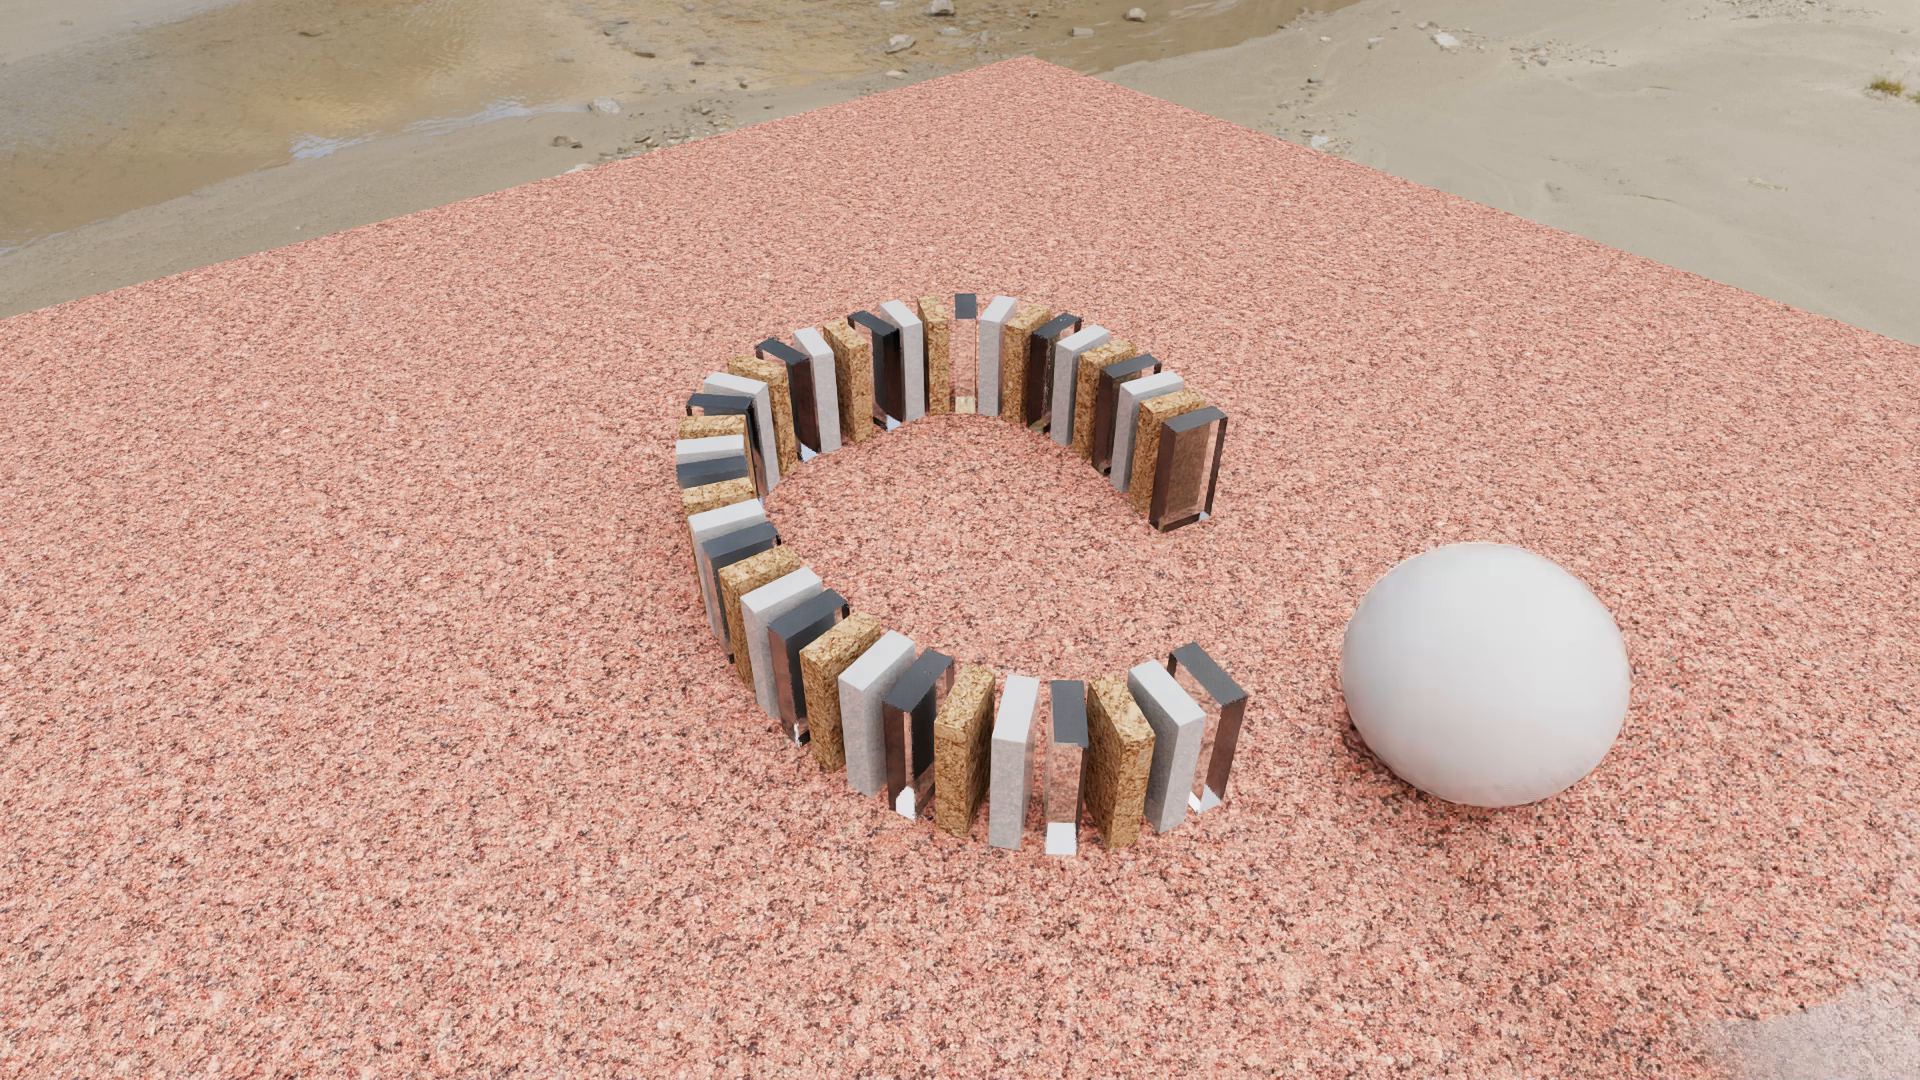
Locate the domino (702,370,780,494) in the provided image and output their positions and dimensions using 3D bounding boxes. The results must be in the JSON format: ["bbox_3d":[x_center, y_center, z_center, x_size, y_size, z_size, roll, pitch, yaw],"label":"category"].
[{"bbox_3d":[-0.092,-0.045,0.467,0.025,0.050,0.010,14,41,17],"label":"domino"}]

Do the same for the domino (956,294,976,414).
[{"bbox_3d":[0.003,-0.088,0.519,0.010,0.050,0.025,0,39,0],"label":"domino"}]

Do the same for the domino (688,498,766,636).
[{"bbox_3d":[-0.081,0.011,0.399,0.025,0.050,0.009,-17,42,-19],"label":"domino"}]

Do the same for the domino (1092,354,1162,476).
[{"bbox_3d":[0.072,-0.054,0.477,0.025,0.050,0.009,-20,43,-22],"label":"domino"}]

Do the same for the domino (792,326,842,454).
[{"bbox_3d":[-0.064,-0.067,0.493,0.010,0.050,0.025,-17,42,-20],"label":"domino"}]

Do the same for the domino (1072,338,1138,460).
[{"bbox_3d":[0.064,-0.062,0.487,0.025,0.050,0.010,-25,45,-27],"label":"domino"}]

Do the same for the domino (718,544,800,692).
[{"bbox_3d":[-0.066,0.027,0.378,0.025,0.050,0.010,-23,45,-26],"label":"domino"}]

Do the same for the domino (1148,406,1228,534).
[{"bbox_3d":[0.092,-0.028,0.446,0.025,0.050,0.010,-18,43,-21],"label":"domino"}]

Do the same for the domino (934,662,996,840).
[{"bbox_3d":[0.002,0.064,0.333,0.010,0.050,0.025,14,41,16],"label":"domino"}]

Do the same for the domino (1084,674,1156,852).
[{"bbox_3d":[0.046,0.067,0.330,0.009,0.050,0.025,-12,41,-14],"label":"domino"}]

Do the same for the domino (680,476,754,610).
[{"bbox_3d":[-0.087,0.002,0.409,0.025,0.050,0.010,-13,41,-15],"label":"domino"}]

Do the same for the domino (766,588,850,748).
[{"bbox_3d":[-0.047,0.042,0.360,0.025,0.050,0.009,-31,48,-32],"label":"domino"}]

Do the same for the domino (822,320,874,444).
[{"bbox_3d":[-0.050,-0.071,0.499,0.010,0.050,0.025,-22,44,-25],"label":"domino"}]

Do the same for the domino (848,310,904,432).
[{"bbox_3d":[-0.039,-0.078,0.506,0.010,0.050,0.025,-31,48,-32],"label":"domino"}]

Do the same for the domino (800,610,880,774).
[{"bbox_3d":[-0.037,0.049,0.352,0.010,0.050,0.025,29,48,31],"label":"domino"}]

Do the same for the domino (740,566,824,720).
[{"bbox_3d":[-0.057,0.035,0.369,0.025,0.050,0.009,-26,46,-29],"label":"domino"}]

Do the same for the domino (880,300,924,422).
[{"bbox_3d":[-0.027,-0.083,0.513,0.009,0.050,0.025,-19,43,-21],"label":"domino"}]

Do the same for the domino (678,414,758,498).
[{"bbox_3d":[-0.097,-0.026,0.444,0.025,0.050,0.009,-2,39,-3],"label":"domino"}]

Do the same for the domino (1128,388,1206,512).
[{"bbox_3d":[0.085,-0.037,0.456,0.025,0.050,0.009,-17,42,-19],"label":"domino"}]

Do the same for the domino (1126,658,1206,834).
[{"bbox_3d":[0.060,0.063,0.334,0.010,0.050,0.025,-18,43,-21],"label":"domino"}]

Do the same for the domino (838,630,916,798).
[{"bbox_3d":[-0.025,0.055,0.344,0.010,0.050,0.025,25,45,27],"label":"domino"}]

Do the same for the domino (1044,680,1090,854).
[{"bbox_3d":[0.031,0.068,0.328,0.009,0.050,0.025,1,39,1],"label":"domino"}]

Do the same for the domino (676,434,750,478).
[{"bbox_3d":[-0.095,-0.017,0.432,0.025,0.050,0.009,-6,40,-7],"label":"domino"}]

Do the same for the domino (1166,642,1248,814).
[{"bbox_3d":[0.073,0.059,0.340,0.009,0.050,0.025,-19,43,-21],"label":"domino"}]

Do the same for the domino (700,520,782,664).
[{"bbox_3d":[-0.074,0.019,0.388,0.025,0.050,0.010,-20,43,-23],"label":"domino"}]

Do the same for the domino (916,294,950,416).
[{"bbox_3d":[-0.012,-0.086,0.517,0.010,0.050,0.025,-9,40,-10],"label":"domino"}]

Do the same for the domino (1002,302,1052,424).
[{"bbox_3d":[0.031,-0.082,0.511,0.010,0.050,0.025,22,44,25],"label":"domino"}]

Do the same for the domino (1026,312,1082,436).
[{"bbox_3d":[0.043,-0.076,0.504,0.010,0.050,0.025,28,47,30],"label":"domino"}]

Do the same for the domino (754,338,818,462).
[{"bbox_3d":[-0.076,-0.062,0.487,0.025,0.050,0.010,31,48,32],"label":"domino"}]

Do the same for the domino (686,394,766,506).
[{"bbox_3d":[-0.096,-0.036,0.456,0.025,0.050,0.010,5,40,6],"label":"domino"}]

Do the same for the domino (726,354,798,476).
[{"bbox_3d":[-0.085,-0.054,0.477,0.025,0.050,0.010,22,44,25],"label":"domino"}]

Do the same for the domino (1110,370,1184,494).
[{"bbox_3d":[0.079,-0.045,0.467,0.025,0.050,0.009,-17,42,-20],"label":"domino"}]

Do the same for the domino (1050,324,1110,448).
[{"bbox_3d":[0.054,-0.069,0.496,0.025,0.050,0.010,-31,49,-32],"label":"domino"}]

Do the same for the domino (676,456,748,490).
[{"bbox_3d":[-0.092,-0.008,0.421,0.025,0.050,0.009,-9,40,-11],"label":"domino"}]

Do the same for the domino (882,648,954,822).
[{"bbox_3d":[-0.012,0.060,0.338,0.009,0.050,0.025,20,43,22],"label":"domino"}]

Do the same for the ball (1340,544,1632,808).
[{"bbox_3d":[0.159,0.041,0.338,0.080,0.080,0.080,0,39,0],"label":"ball"}]

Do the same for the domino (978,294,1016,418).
[{"bbox_3d":[0.017,-0.086,0.517,0.010,0.050,0.025,13,41,15],"label":"domino"}]

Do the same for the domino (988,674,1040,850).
[{"bbox_3d":[0.016,0.067,0.330,0.009,0.050,0.025,8,40,10],"label":"domino"}]
